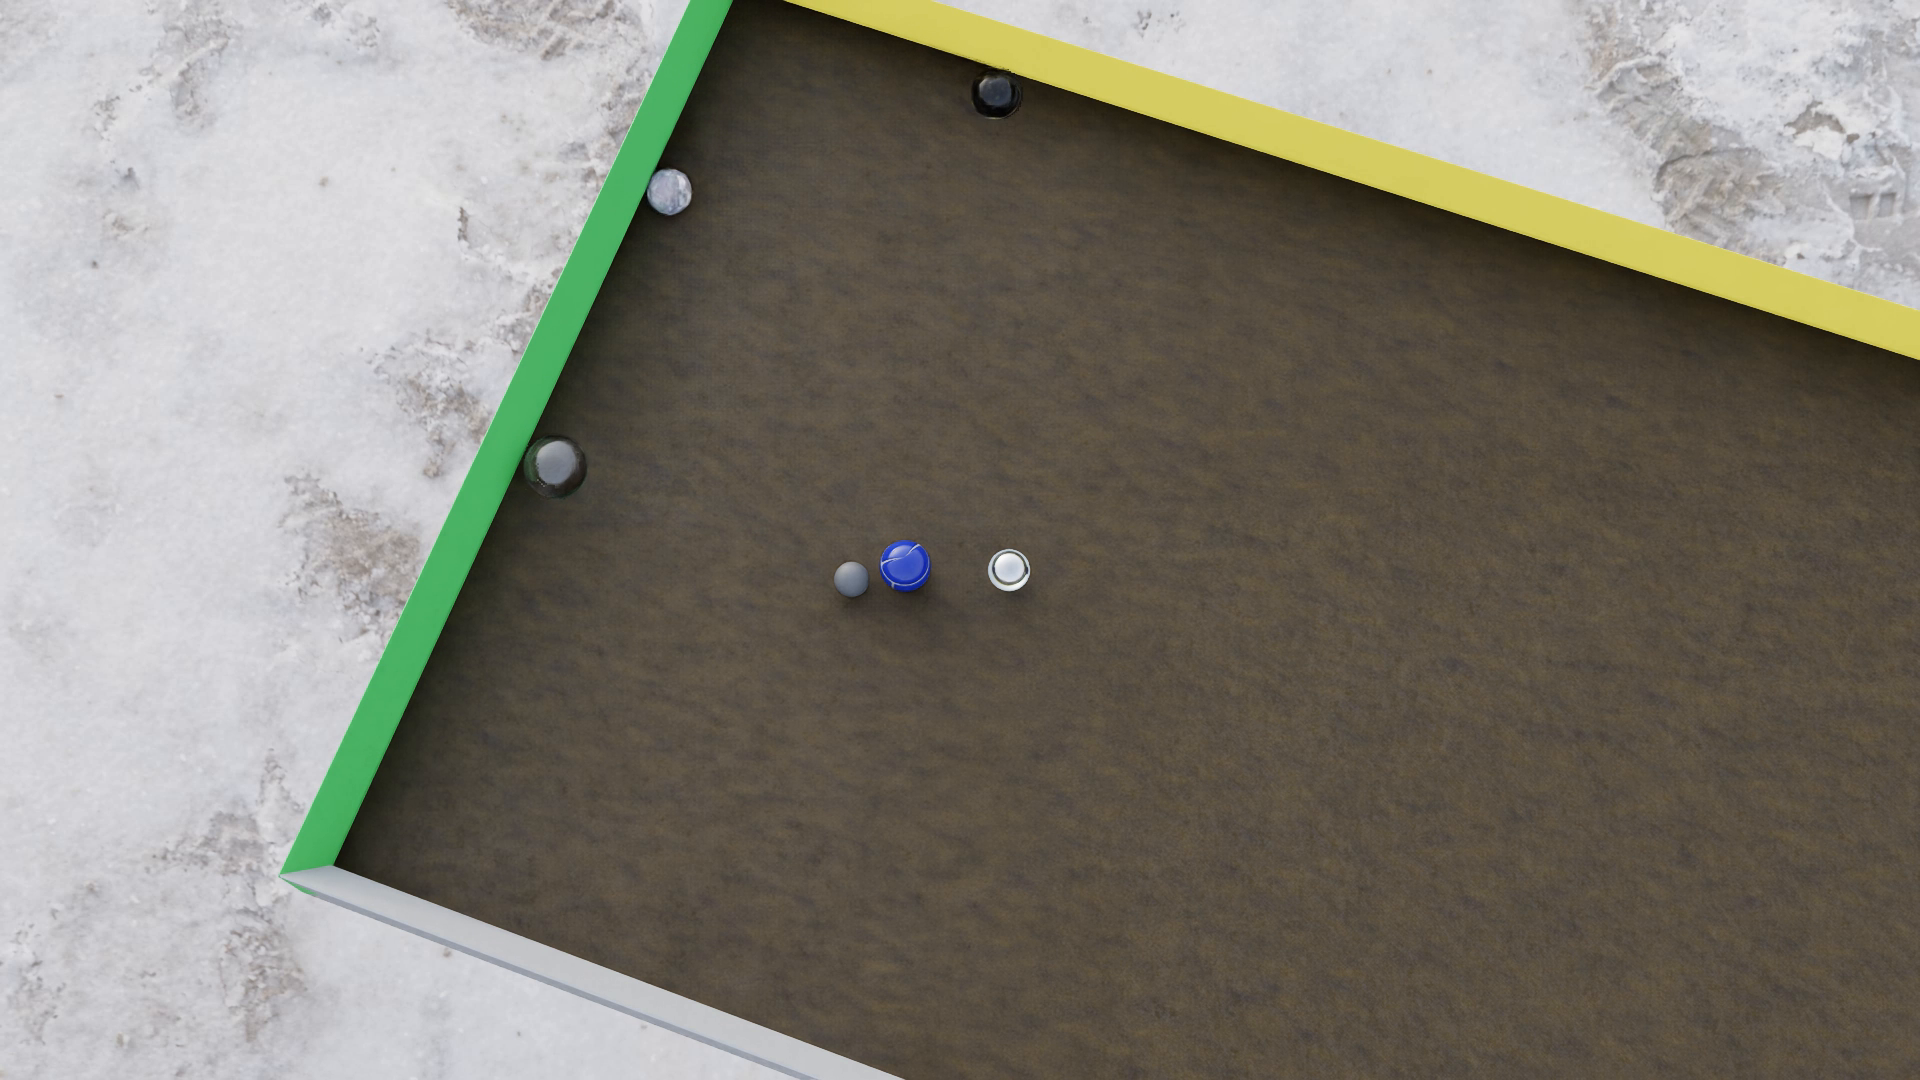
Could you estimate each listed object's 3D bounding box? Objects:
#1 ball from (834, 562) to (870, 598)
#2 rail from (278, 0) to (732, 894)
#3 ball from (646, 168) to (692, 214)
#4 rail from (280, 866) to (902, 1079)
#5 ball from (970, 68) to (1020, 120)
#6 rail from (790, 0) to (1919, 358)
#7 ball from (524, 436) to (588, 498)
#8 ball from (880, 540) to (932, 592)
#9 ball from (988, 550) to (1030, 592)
[{"bbox_3d":[-0.168,0.061,3.416,0.055,0.055,0.055,0,71,0],"label":"ball"},{"bbox_3d":[-0.669,-0.239,3.482,0.045,0.128,1.694,19,72,7],"label":"rail"},{"bbox_3d":[-0.480,-0.575,3.629,0.076,0.076,0.076,0,71,0],"label":"ball"},{"bbox_3d":[0.410,0.958,3.059,2.943,0.128,0.045,19,72,7],"label":"rail"},{"bbox_3d":[0.060,-0.747,3.686,0.084,0.084,0.084,0,71,0],"label":"ball"},{"bbox_3d":[0.973,-0.501,3.574,2.943,0.128,0.045,19,72,7],"label":"rail"},{"bbox_3d":[-0.635,-0.115,3.455,0.099,0.099,0.099,0,71,0],"label":"ball"},{"bbox_3d":[-0.085,0.040,3.409,0.081,0.081,0.081,0,71,0],"label":"ball"},{"bbox_3d":[0.076,0.047,3.415,0.065,0.065,0.065,0,71,0],"label":"ball"}]
